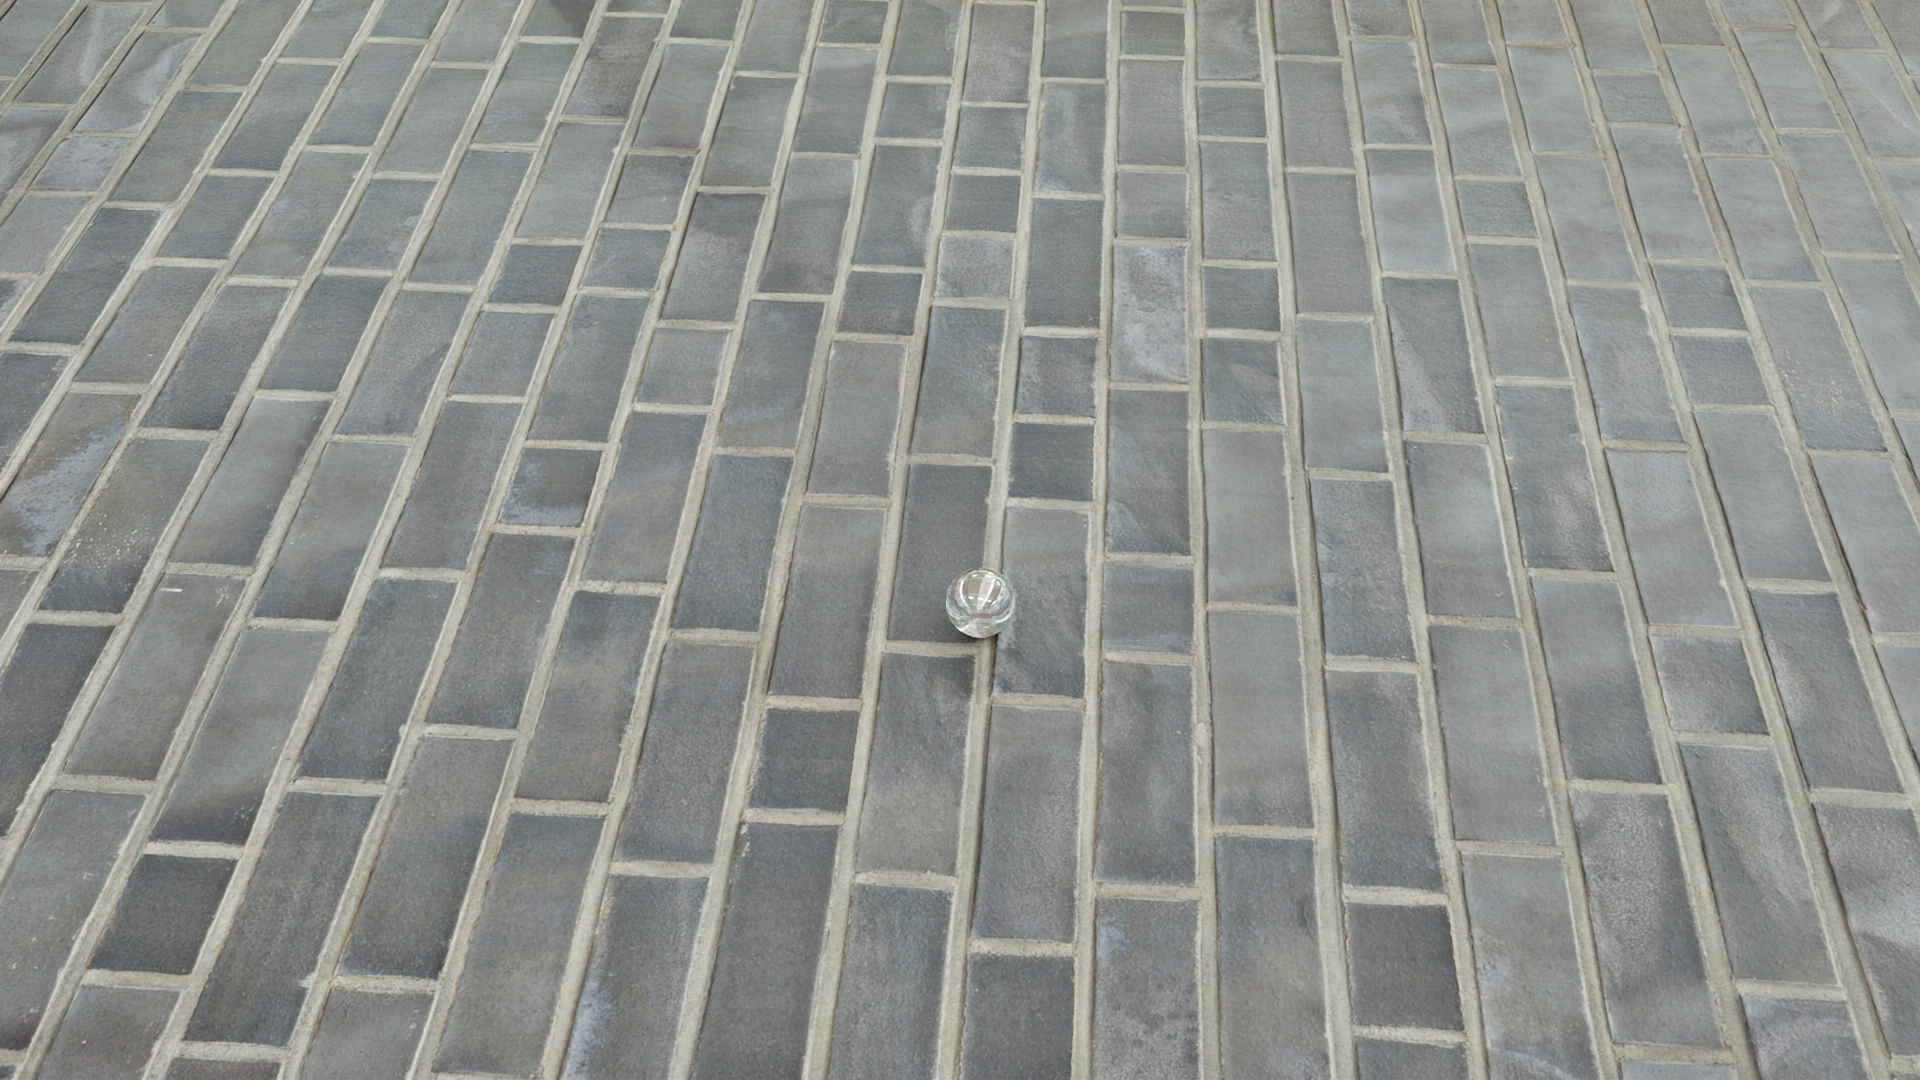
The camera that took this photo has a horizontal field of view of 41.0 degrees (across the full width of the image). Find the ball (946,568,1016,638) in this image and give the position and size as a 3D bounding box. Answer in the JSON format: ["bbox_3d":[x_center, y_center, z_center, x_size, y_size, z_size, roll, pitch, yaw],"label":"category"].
[{"bbox_3d":[0.013,0.039,1.570,0.043,0.043,0.043,0,36,0],"label":"ball"}]
